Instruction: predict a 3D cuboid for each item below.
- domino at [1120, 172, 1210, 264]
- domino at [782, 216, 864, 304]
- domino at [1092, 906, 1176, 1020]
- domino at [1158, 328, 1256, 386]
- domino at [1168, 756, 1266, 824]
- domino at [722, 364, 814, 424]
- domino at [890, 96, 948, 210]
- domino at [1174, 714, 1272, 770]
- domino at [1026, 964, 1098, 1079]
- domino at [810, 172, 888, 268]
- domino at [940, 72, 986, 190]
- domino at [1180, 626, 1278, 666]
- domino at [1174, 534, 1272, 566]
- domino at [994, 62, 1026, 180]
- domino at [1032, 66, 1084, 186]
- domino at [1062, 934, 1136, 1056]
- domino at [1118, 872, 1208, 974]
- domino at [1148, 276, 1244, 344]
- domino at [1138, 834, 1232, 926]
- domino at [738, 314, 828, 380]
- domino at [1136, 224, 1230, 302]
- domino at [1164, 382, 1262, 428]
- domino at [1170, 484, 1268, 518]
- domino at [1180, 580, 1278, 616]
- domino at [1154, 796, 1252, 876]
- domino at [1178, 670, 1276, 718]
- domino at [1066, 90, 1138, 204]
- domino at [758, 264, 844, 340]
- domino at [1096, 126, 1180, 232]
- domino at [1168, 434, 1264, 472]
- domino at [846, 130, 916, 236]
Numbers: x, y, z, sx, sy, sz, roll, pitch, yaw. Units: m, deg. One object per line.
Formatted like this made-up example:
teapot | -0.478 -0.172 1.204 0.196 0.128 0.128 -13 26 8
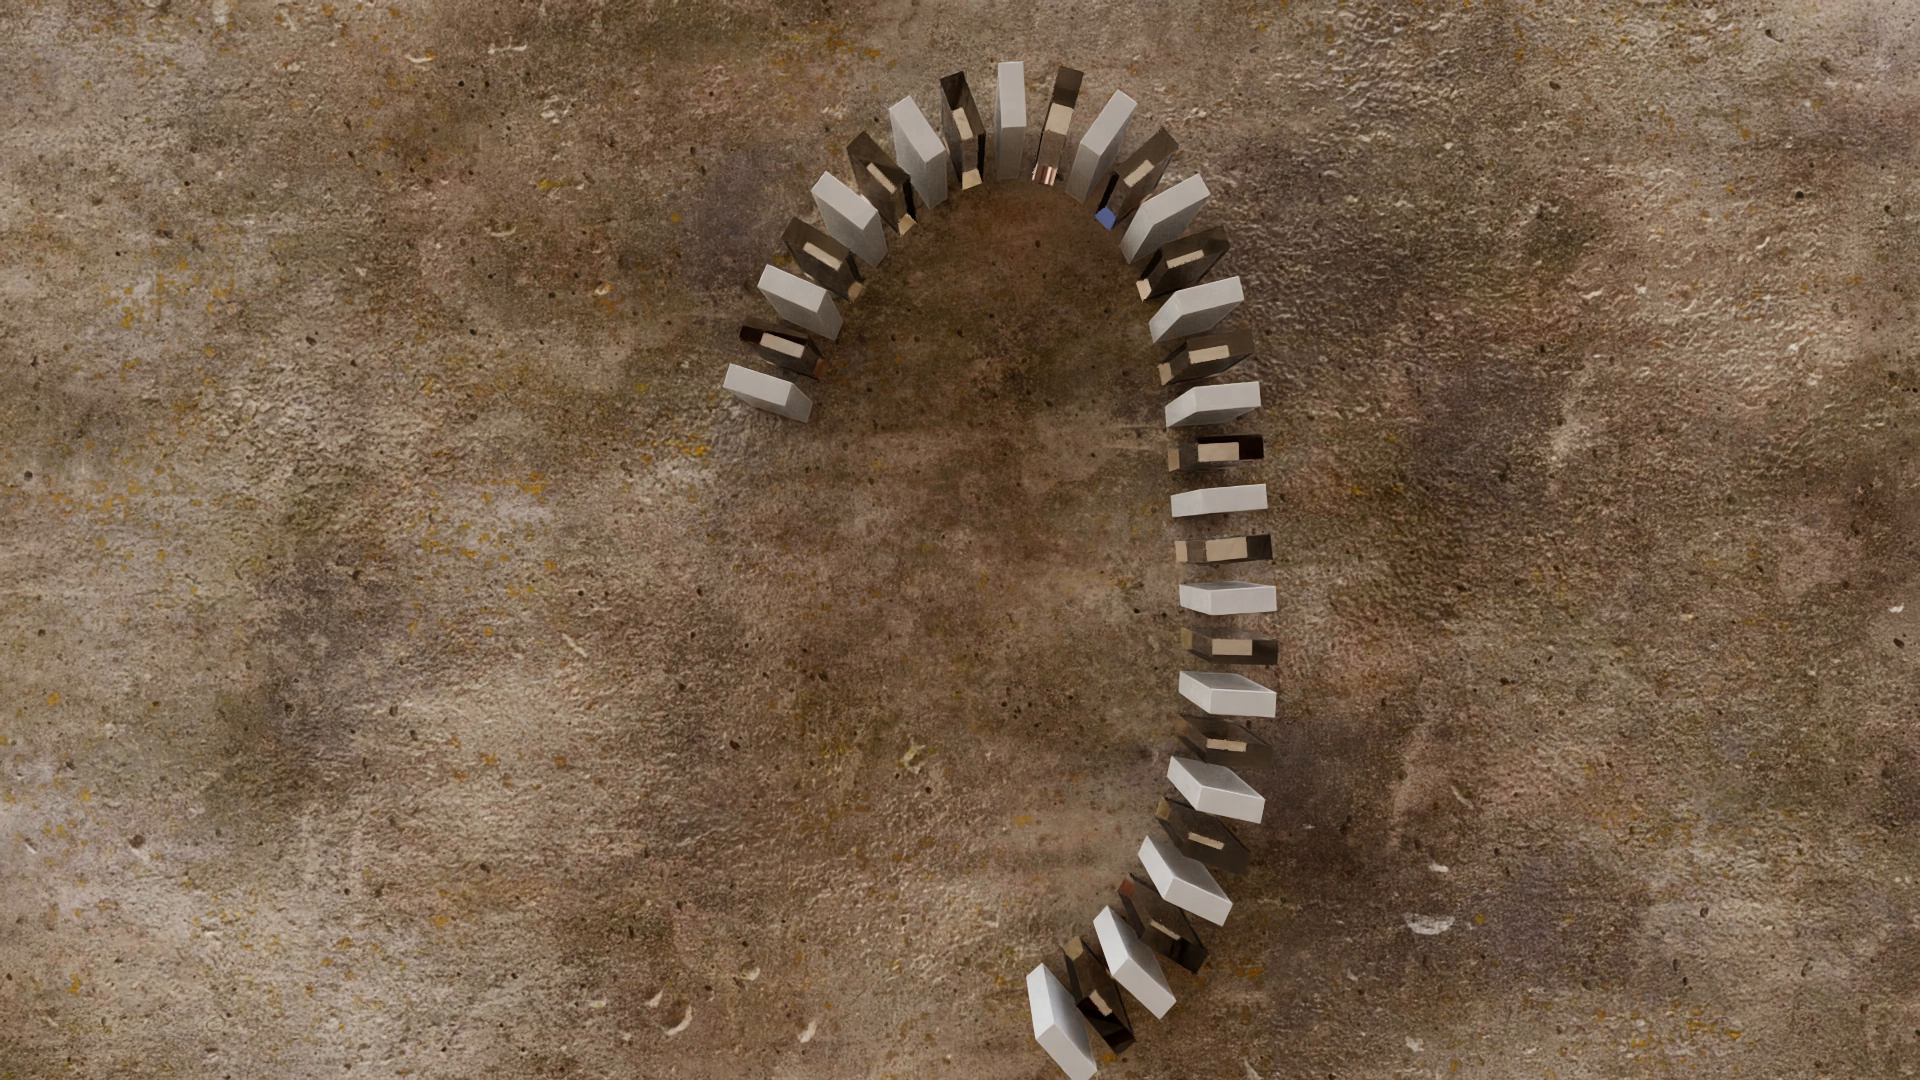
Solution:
domino | 0.083 -0.130 0.375 0.025 0.050 0.009 -28 90 0
domino | -0.055 -0.113 0.375 0.025 0.050 0.010 31 90 0
domino | 0.070 0.171 0.375 0.025 0.050 0.009 43 90 0
domino | 0.100 -0.074 0.375 0.025 0.050 0.009 -11 90 0
domino | 0.104 0.101 0.375 0.025 0.050 0.009 12 90 0
domino | -0.077 -0.059 0.375 0.025 0.050 0.010 17 90 0
domino | -0.016 -0.157 0.375 0.009 0.050 0.025 -34 90 0
domino | 0.107 0.082 0.375 0.025 0.050 0.010 6 90 0
domino | 0.041 0.197 0.375 0.010 0.050 0.025 -42 90 0
domino | -0.044 -0.130 0.375 0.025 0.050 0.010 37 90 0
domino | 0.001 -0.166 0.375 0.009 0.050 0.025 -21 90 0
domino | 0.109 0.043 0.375 0.025 0.050 0.009 1 90 0
domino | 0.107 0.004 0.375 0.025 0.050 0.009 -6 90 0
domino | 0.020 -0.170 0.375 0.010 0.050 0.025 -3 90 0
domino | 0.039 -0.168 0.375 0.009 0.050 0.025 16 90 0
domino | 0.056 0.185 0.375 0.009 0.050 0.025 -39 90 0
domino | 0.082 0.156 0.375 0.025 0.050 0.009 31 90 0
domino | 0.095 -0.093 0.375 0.025 0.050 0.010 -14 90 0
domino | 0.091 0.138 0.375 0.025 0.050 0.010 25 90 0
domino | -0.071 -0.078 0.375 0.025 0.050 0.010 19 90 0
domino | 0.090 -0.112 0.375 0.025 0.050 0.009 -19 90 0
domino | 0.102 -0.055 0.375 0.025 0.050 0.009 -5 90 0
domino | 0.105 -0.016 0.375 0.025 0.050 0.010 -5 90 0
domino | 0.108 0.023 0.375 0.025 0.050 0.009 -4 90 0
domino | 0.098 0.120 0.375 0.025 0.050 0.009 19 90 0
domino | 0.108 0.062 0.375 0.025 0.050 0.009 3 90 0
domino | 0.057 -0.159 0.375 0.009 0.050 0.025 35 90 0
domino | -0.064 -0.096 0.375 0.025 0.050 0.009 24 90 0
domino | 0.071 -0.146 0.375 0.025 0.050 0.009 -41 90 0
domino | 0.103 -0.035 0.375 0.025 0.050 0.010 -3 90 0
domino | -0.031 -0.144 0.375 0.009 0.050 0.025 -45 90 0
